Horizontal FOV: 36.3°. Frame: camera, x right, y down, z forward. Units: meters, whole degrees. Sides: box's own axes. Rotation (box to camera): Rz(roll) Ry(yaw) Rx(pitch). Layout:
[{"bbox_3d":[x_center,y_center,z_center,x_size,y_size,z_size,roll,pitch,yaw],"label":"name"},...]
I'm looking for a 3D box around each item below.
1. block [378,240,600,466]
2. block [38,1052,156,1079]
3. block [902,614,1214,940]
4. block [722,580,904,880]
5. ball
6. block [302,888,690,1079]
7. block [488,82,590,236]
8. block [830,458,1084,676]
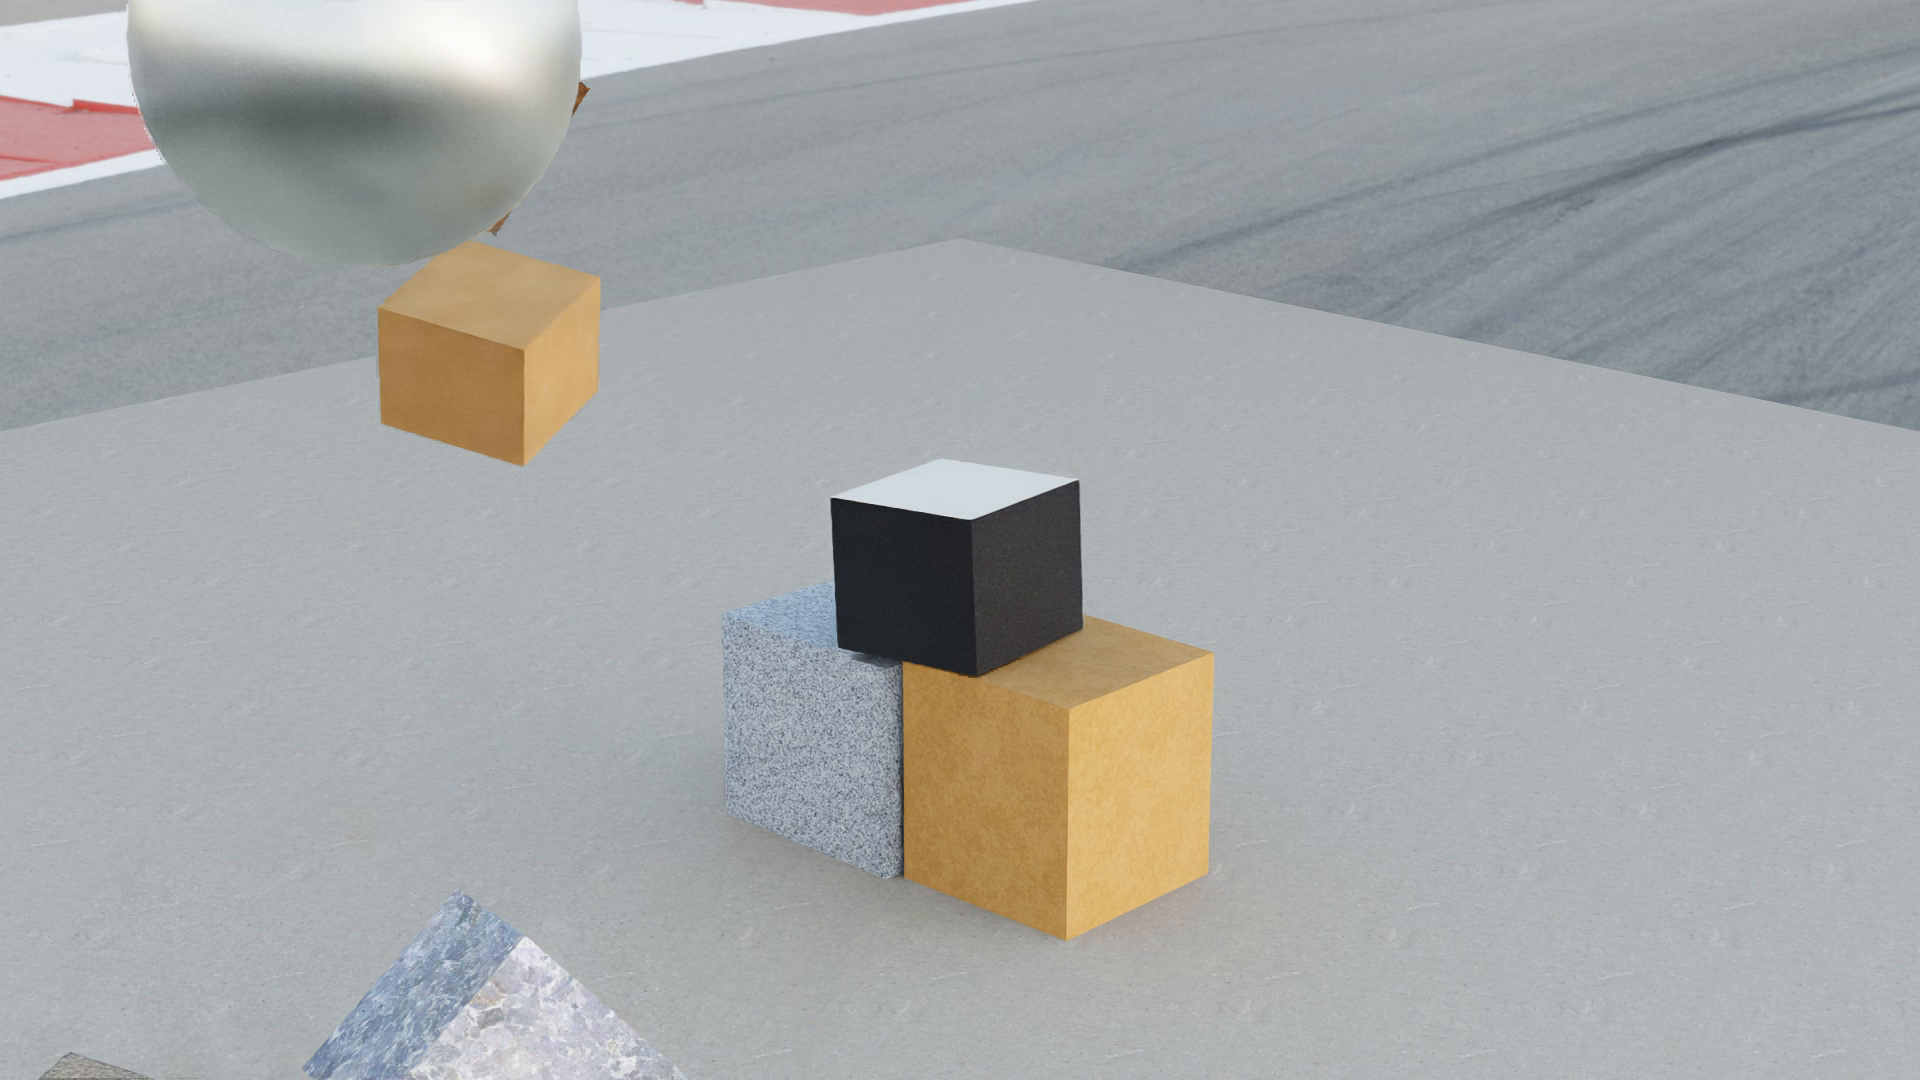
[{"bbox_3d":[-2.006,-0.811,12.533,0.685,0.579,0.680,17,36,15],"label":"block"},{"bbox_3d":[-2.733,2.181,9.348,0.672,0.734,0.637,17,15,4],"label":"block"},{"bbox_3d":[0.442,1.025,13.285,0.986,1.079,0.988,16,23,41],"label":"block"},{"bbox_3d":[-0.359,0.836,13.987,1.105,1.018,1.065,16,24,42],"label":"block"},{"bbox_3d":[-2.159,-1.776,10.520,1.600,1.600,1.600,0,17,0],"label":"ball"},{"bbox_3d":[-1.616,1.854,10.183,0.816,0.819,0.758,-50,24,-13],"label":"block"},{"bbox_3d":[-2.366,-2.034,13.463,0.768,0.815,0.803,32,0,18],"label":"block"},{"bbox_3d":[-0.008,0.106,13.228,0.788,0.706,0.807,10,19,36],"label":"block"}]
